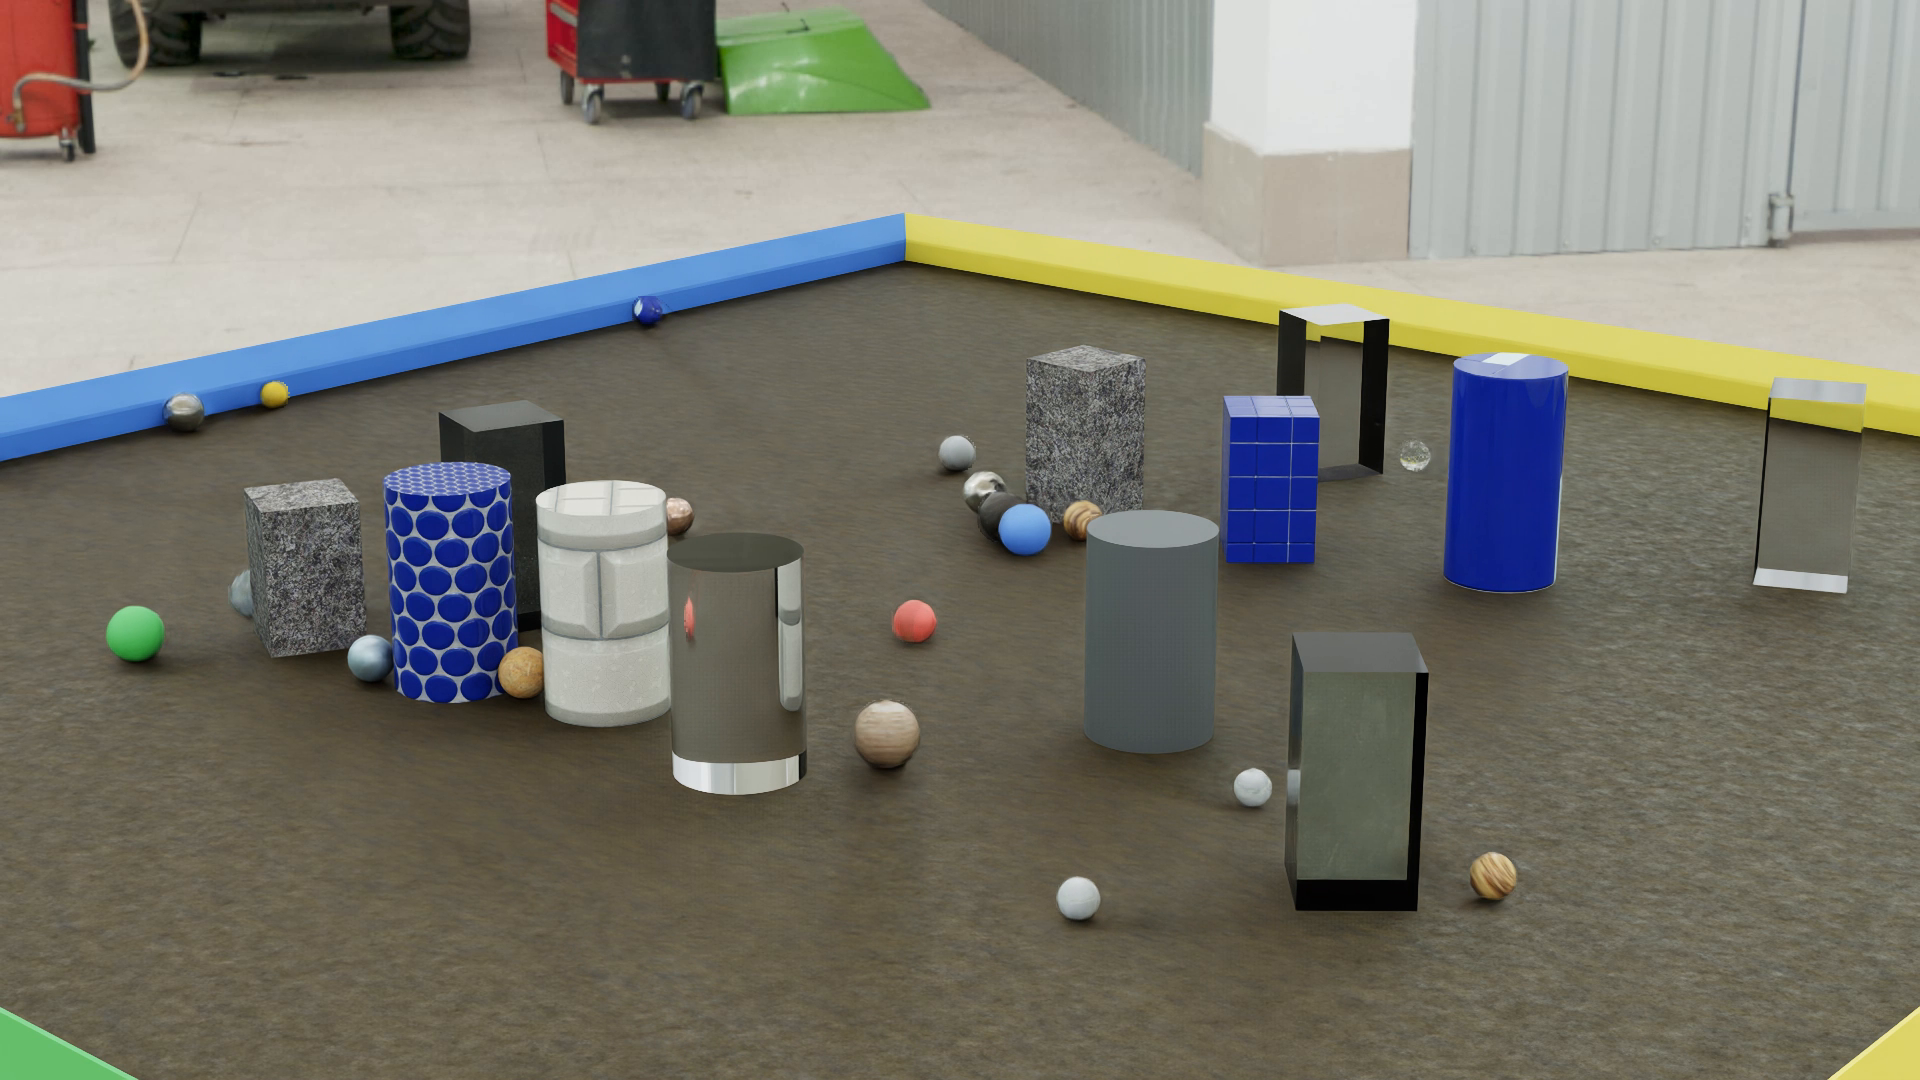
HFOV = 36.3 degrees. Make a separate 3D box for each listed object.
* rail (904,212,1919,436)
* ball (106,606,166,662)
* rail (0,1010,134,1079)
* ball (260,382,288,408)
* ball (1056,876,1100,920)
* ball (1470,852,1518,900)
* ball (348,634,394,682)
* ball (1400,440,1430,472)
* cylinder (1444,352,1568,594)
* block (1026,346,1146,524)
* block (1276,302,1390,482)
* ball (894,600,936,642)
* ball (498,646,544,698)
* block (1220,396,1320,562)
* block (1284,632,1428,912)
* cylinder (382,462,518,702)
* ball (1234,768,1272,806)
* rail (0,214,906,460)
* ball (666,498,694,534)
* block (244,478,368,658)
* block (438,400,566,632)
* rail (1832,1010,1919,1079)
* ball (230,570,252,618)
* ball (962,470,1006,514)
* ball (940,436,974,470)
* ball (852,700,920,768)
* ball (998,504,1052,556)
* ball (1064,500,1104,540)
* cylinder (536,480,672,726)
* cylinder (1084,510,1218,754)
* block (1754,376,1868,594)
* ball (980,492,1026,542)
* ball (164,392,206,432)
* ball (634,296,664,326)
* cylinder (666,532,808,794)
[{"bbox_3d":[1.393,-0.430,6.656,4.128,0.129,0.045,14,22,39],"label":"rail"},{"bbox_3d":[-1.345,0.153,4.786,0.092,0.092,0.092,0,17,0],"label":"ball"},{"bbox_3d":[-1.393,0.495,3.584,4.128,0.129,0.045,14,22,39],"label":"rail"},{"bbox_3d":[-1.499,-0.317,6.404,0.058,0.058,0.058,0,17,0],"label":"ball"},{"bbox_3d":[0.154,0.466,3.810,0.056,0.056,0.056,0,17,0],"label":"ball"},{"bbox_3d":[0.704,0.444,3.873,0.062,0.062,0.062,0,17,0],"label":"ball"},{"bbox_3d":[-0.942,0.190,4.694,0.075,0.075,0.075,0,17,0],"label":"ball"},{"bbox_3d":[0.917,-0.169,5.911,0.061,0.061,0.061,0,17,0],"label":"ball"},{"bbox_3d":[0.964,-0.120,5.183,0.199,0.386,0.199,0,17,0],"label":"cylinder"},{"bbox_3d":[0.238,-0.196,5.572,0.159,0.307,0.159,16,23,43],"label":"block"},{"bbox_3d":[0.745,-0.297,5.884,0.159,0.320,0.159,-8,18,-24],"label":"block"},{"bbox_3d":[-0.075,0.135,4.883,0.070,0.070,0.070,0,17,0],"label":"ball"},{"bbox_3d":[-0.686,0.209,4.618,0.082,0.082,0.082,0,17,0],"label":"ball"},{"bbox_3d":[0.564,-0.112,5.355,0.159,0.272,0.159,0,17,0],"label":"block"},{"bbox_3d":[0.520,0.304,3.869,0.159,0.331,0.159,0,17,1],"label":"block"},{"bbox_3d":[-0.805,0.065,4.651,0.199,0.338,0.199,0,17,0],"label":"cylinder"},{"bbox_3d":[0.419,0.354,4.186,0.054,0.054,0.054,0,17,0],"label":"ball"},{"bbox_3d":[-1.541,-0.353,6.400,0.045,0.129,4.296,14,22,39],"label":"rail"},{"bbox_3d":[-0.533,-0.045,5.483,0.069,0.069,0.069,0,17,0],"label":"ball"},{"bbox_3d":[-1.088,0.045,4.875,0.159,0.248,0.159,-7,18,-22],"label":"block"},{"bbox_3d":[-0.769,-0.037,4.959,0.159,0.357,0.159,-10,19,-29],"label":"block"},{"bbox_3d":[1.541,0.418,3.839,0.045,0.129,4.296,14,22,39],"label":"rail"},{"bbox_3d":[-1.204,0.092,5.006,0.083,0.083,0.083,0,17,0],"label":"ball"},{"bbox_3d":[0.047,-0.091,5.611,0.084,0.084,0.084,0,17,0],"label":"ball"},{"bbox_3d":[-0.007,-0.175,5.914,0.071,0.071,0.071,0,17,0],"label":"ball"},{"bbox_3d":[-0.108,0.287,4.329,0.099,0.099,0.099,0,17,0],"label":"ball"},{"bbox_3d":[0.119,-0.020,5.354,0.095,0.095,0.095,0,17,0],"label":"ball"},{"bbox_3d":[0.230,-0.036,5.445,0.075,0.075,0.075,0,17,0],"label":"ball"},{"bbox_3d":[-0.551,0.097,4.547,0.199,0.338,0.199,0,17,0],"label":"cylinder"},{"bbox_3d":[0.289,0.137,4.440,0.199,0.322,0.199,0,17,0],"label":"cylinder"},{"bbox_3d":[1.505,-0.099,5.191,0.159,0.341,0.159,6,18,18],"label":"block"},{"bbox_3d":[0.082,-0.043,5.438,0.092,0.092,0.092,0,17,0],"label":"ball"},{"bbox_3d":[-1.641,-0.271,6.208,0.085,0.085,0.085,0,17,0],"label":"ball"},{"bbox_3d":[-0.765,-0.561,7.197,0.073,0.073,0.073,0,17,0],"label":"ball"},{"bbox_3d":[-0.324,0.178,4.280,0.199,0.336,0.199,0,17,0],"label":"cylinder"}]
